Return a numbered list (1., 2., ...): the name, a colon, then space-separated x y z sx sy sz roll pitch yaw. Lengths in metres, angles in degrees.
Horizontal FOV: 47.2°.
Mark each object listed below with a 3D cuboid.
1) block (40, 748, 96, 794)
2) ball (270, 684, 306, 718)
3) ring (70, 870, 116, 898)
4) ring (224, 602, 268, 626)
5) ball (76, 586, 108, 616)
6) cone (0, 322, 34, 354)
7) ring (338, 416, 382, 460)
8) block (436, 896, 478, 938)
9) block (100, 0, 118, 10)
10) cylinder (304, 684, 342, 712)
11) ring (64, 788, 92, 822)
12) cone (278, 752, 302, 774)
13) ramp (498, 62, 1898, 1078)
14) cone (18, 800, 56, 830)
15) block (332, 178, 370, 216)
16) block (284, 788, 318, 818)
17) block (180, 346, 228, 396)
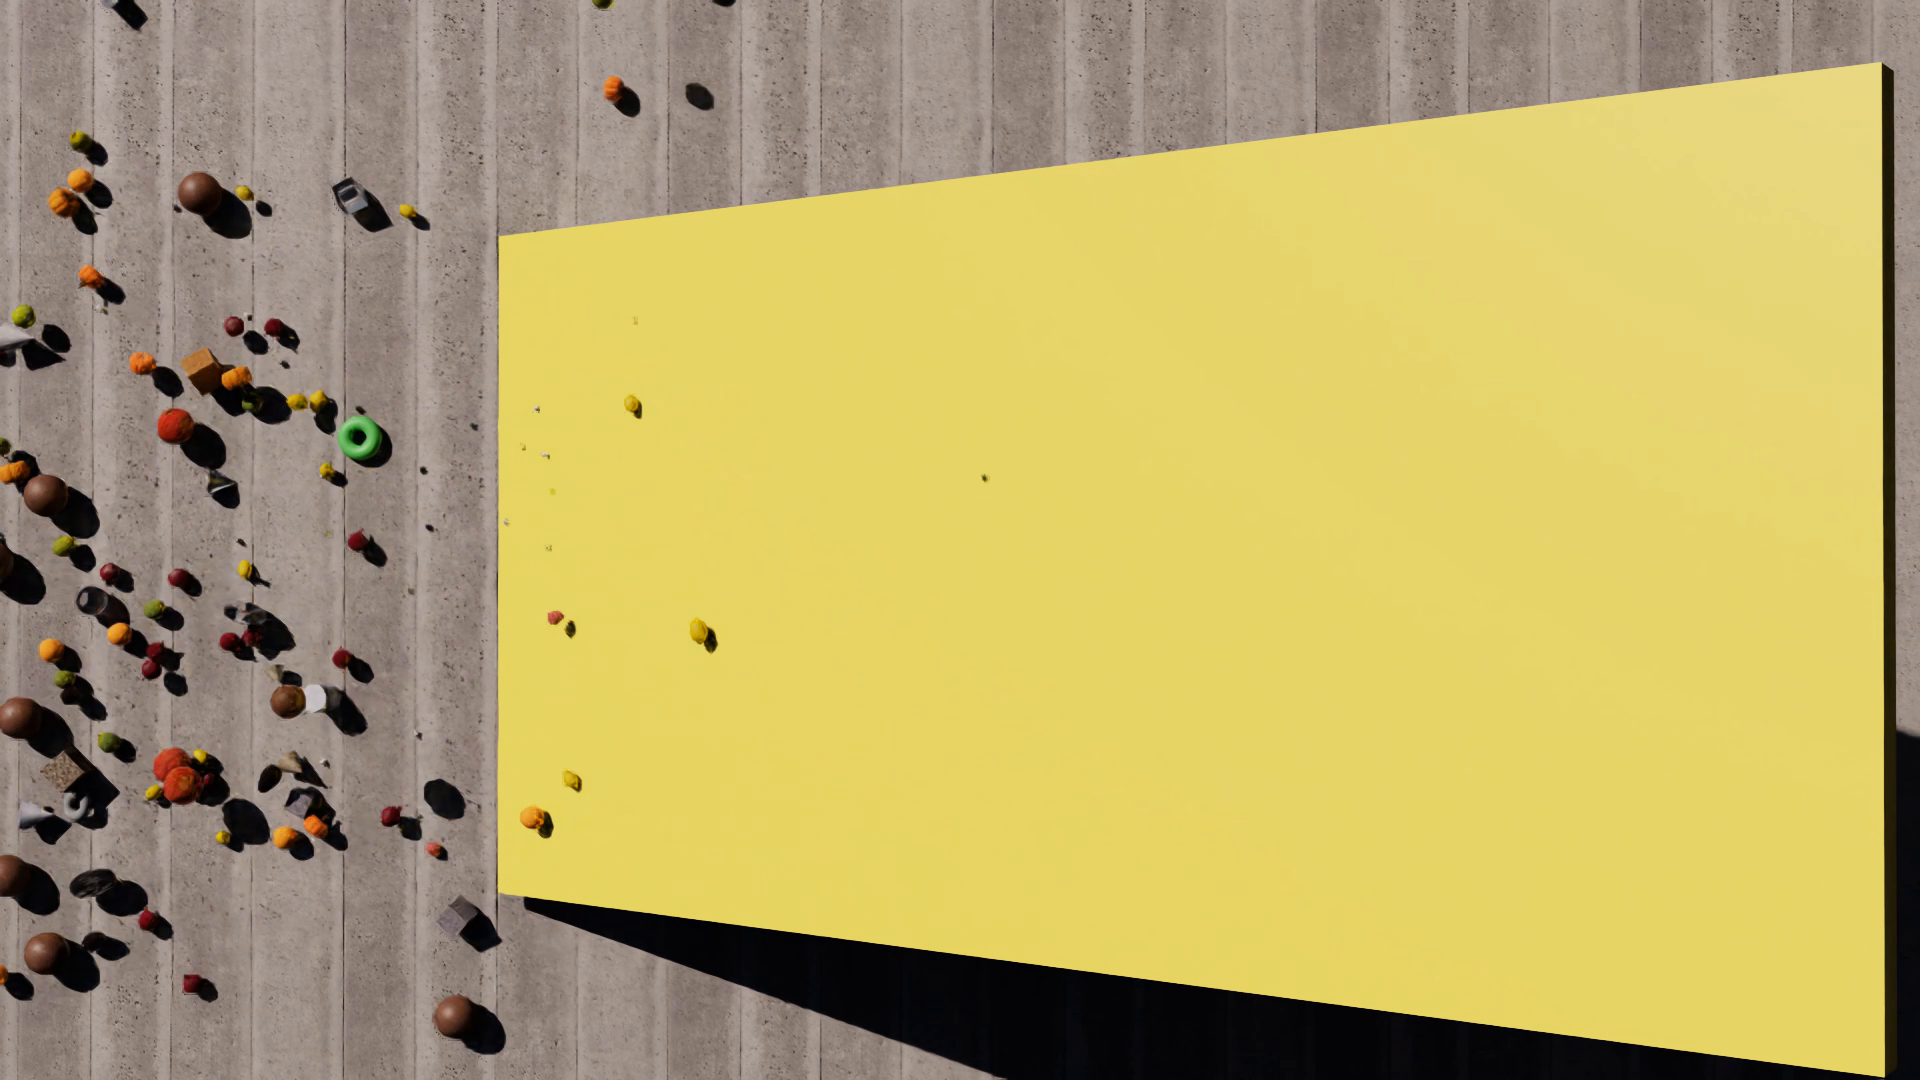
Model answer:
1. block: -2.729 0.705 6.729 0.094 0.094 0.094 -43 90 0
2. ball: -1.941 0.467 6.355 0.100 0.100 0.100 0 90 0
3. ring: -2.642 1.046 6.701 0.139 0.139 0.046 -25 69 0
4. ring: -2.183 0.224 6.715 0.129 0.129 0.043 11 108 0
5. ball: -2.658 0.186 6.733 0.094 0.094 0.094 0 90 0
6. cone: -2.868 -0.617 6.723 0.097 0.097 0.097 1 90 19
7. ring: -1.845 -0.313 6.761 0.136 0.045 0.136 0 89 4
8. block: -1.536 1.153 6.722 0.077 0.077 0.077 41 110 2
9. block: -2.608 -1.671 6.742 0.060 0.060 0.060 -43 113 3
10. cylinder: -1.951 0.483 6.717 0.085 0.085 0.085 -1 86 16
11. ring: -2.708 0.813 6.747 0.100 0.033 0.100 -2 83 21
12. cone: -2.033 0.695 6.724 0.074 0.074 0.074 31 90 33
13. ramp: 0.236 0.066 5.557 4.000 0.100 2.000 0 89 36
14. cone: -2.816 0.843 6.729 0.094 0.094 0.094 -2 90 -3
15. block: -1.868 -1.054 6.738 0.071 0.071 0.071 -25 70 4
16. block: -2.021 0.805 6.741 0.067 0.067 0.067 23 91 0
17. block: -2.306 -0.516 6.715 0.090 0.090 0.090 -31 50 -7
